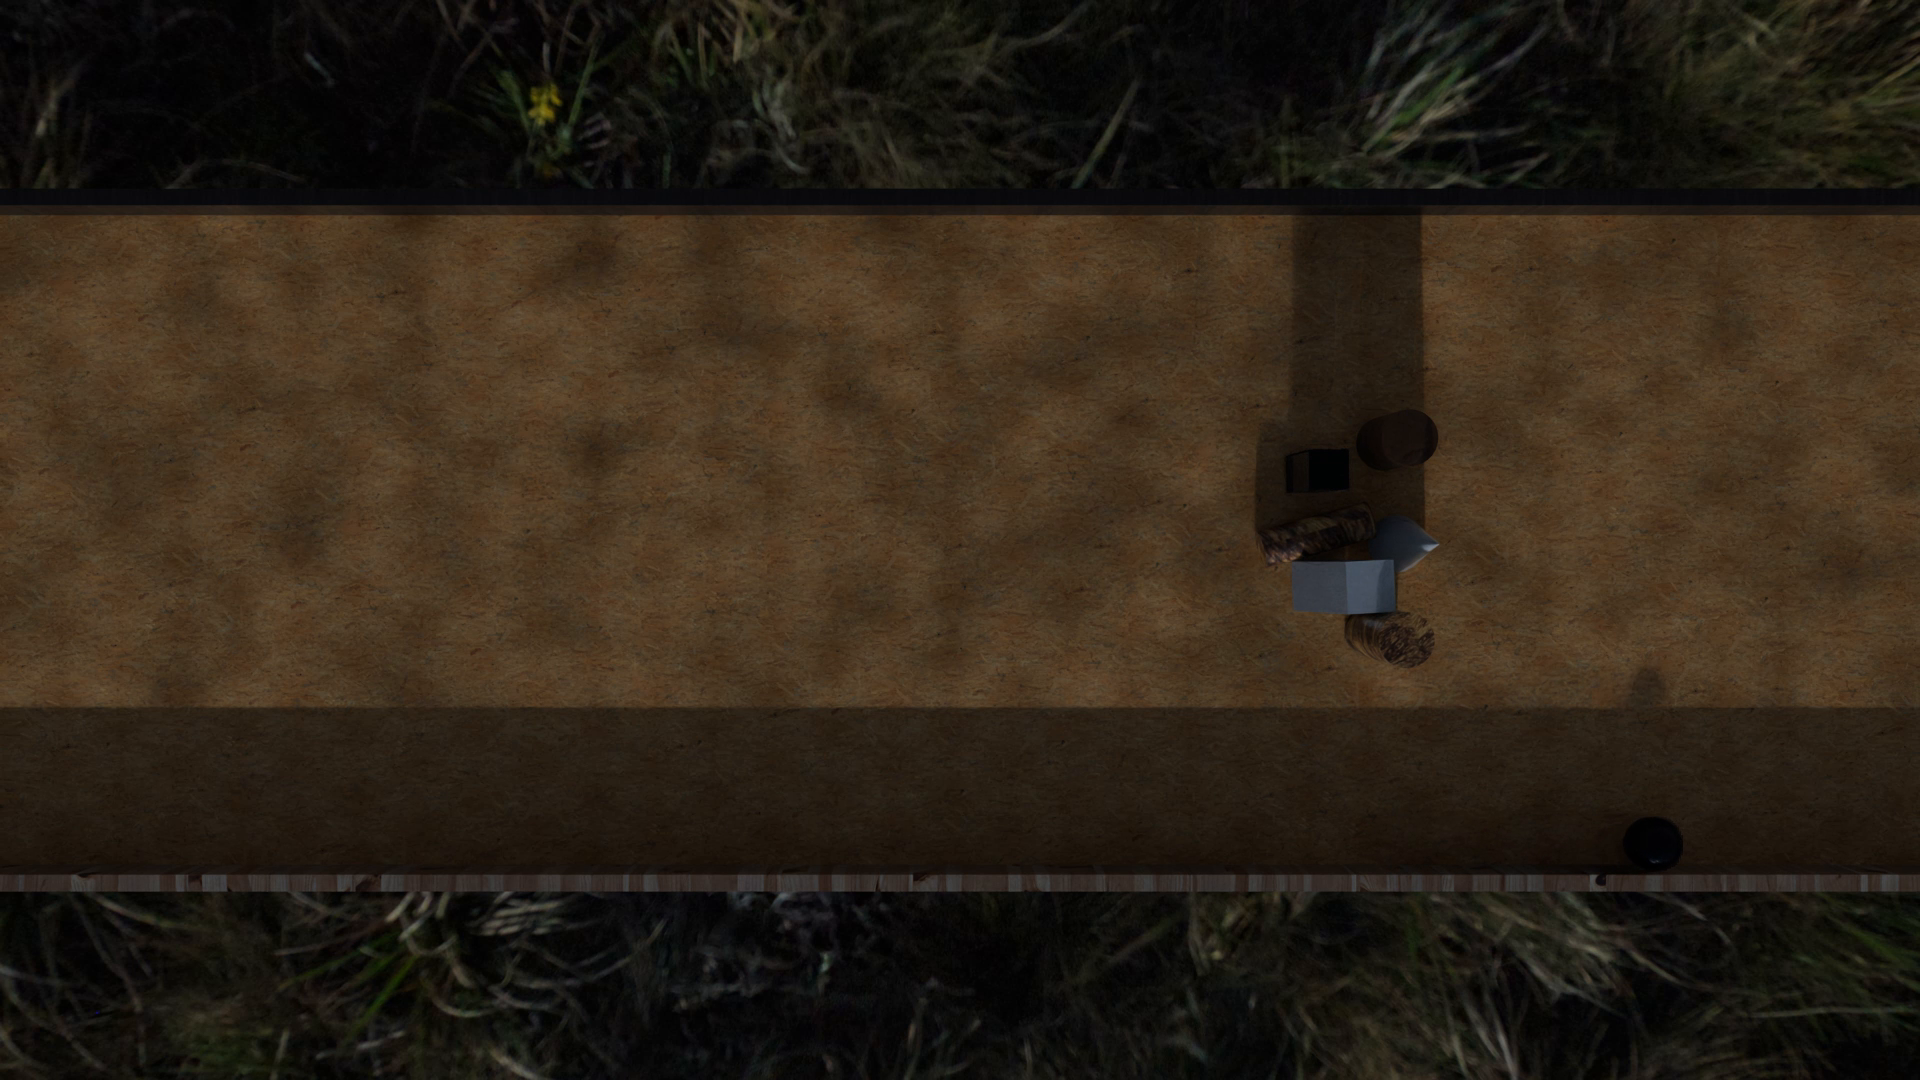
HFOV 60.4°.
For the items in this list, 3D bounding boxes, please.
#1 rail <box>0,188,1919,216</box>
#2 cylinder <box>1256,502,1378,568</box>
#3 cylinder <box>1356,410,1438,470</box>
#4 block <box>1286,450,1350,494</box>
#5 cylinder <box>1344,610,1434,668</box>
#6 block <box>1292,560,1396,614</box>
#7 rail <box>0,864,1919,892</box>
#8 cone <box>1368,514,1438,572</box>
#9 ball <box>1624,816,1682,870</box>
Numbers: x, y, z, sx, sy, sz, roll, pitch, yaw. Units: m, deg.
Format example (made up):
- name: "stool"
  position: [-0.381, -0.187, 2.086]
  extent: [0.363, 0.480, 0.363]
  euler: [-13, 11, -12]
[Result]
- name: "rail"
  position: [-2.247, -1.025, 5.002]
  extent: [12.000, 0.150, 0.050]
  euler: [0, 90, 0]
- name: "cylinder"
  position: [1.082, -0.016, 5.019]
  extent: [0.344, 0.116, 0.116]
  euler: [-15, 90, 0]
- name: "cylinder"
  position: [1.301, -0.296, 4.924]
  extent: [0.165, 0.305, 0.165]
  euler: [0, 90, 0]
- name: "block"
  position: [1.062, -0.203, 4.911]
  extent: [0.115, 0.331, 0.115]
  euler: [-1, 90, 0]
- name: "cylinder"
  position: [1.263, 0.282, 4.871]
  extent: [0.159, 0.411, 0.159]
  euler: [0, 90, 0]
- name: "block"
  position: [1.130, 0.136, 4.883]
  extent: [0.150, 0.362, 0.150]
  euler: [-2, 90, -13]
- name: "rail"
  position: [-2.247, 1.025, 5.001]
  extent: [12.000, 0.150, 0.050]
  euler: [0, 90, 0]
- name: "cone"
  position: [1.344, 0.011, 4.848]
  extent: [0.178, 0.458, 0.178]
  euler: [0, 90, 0]
- name: "ball"
  position: [2.098, 0.919, 4.996]
  extent: [0.162, 0.162, 0.162]
  euler: [0, 90, 0]
